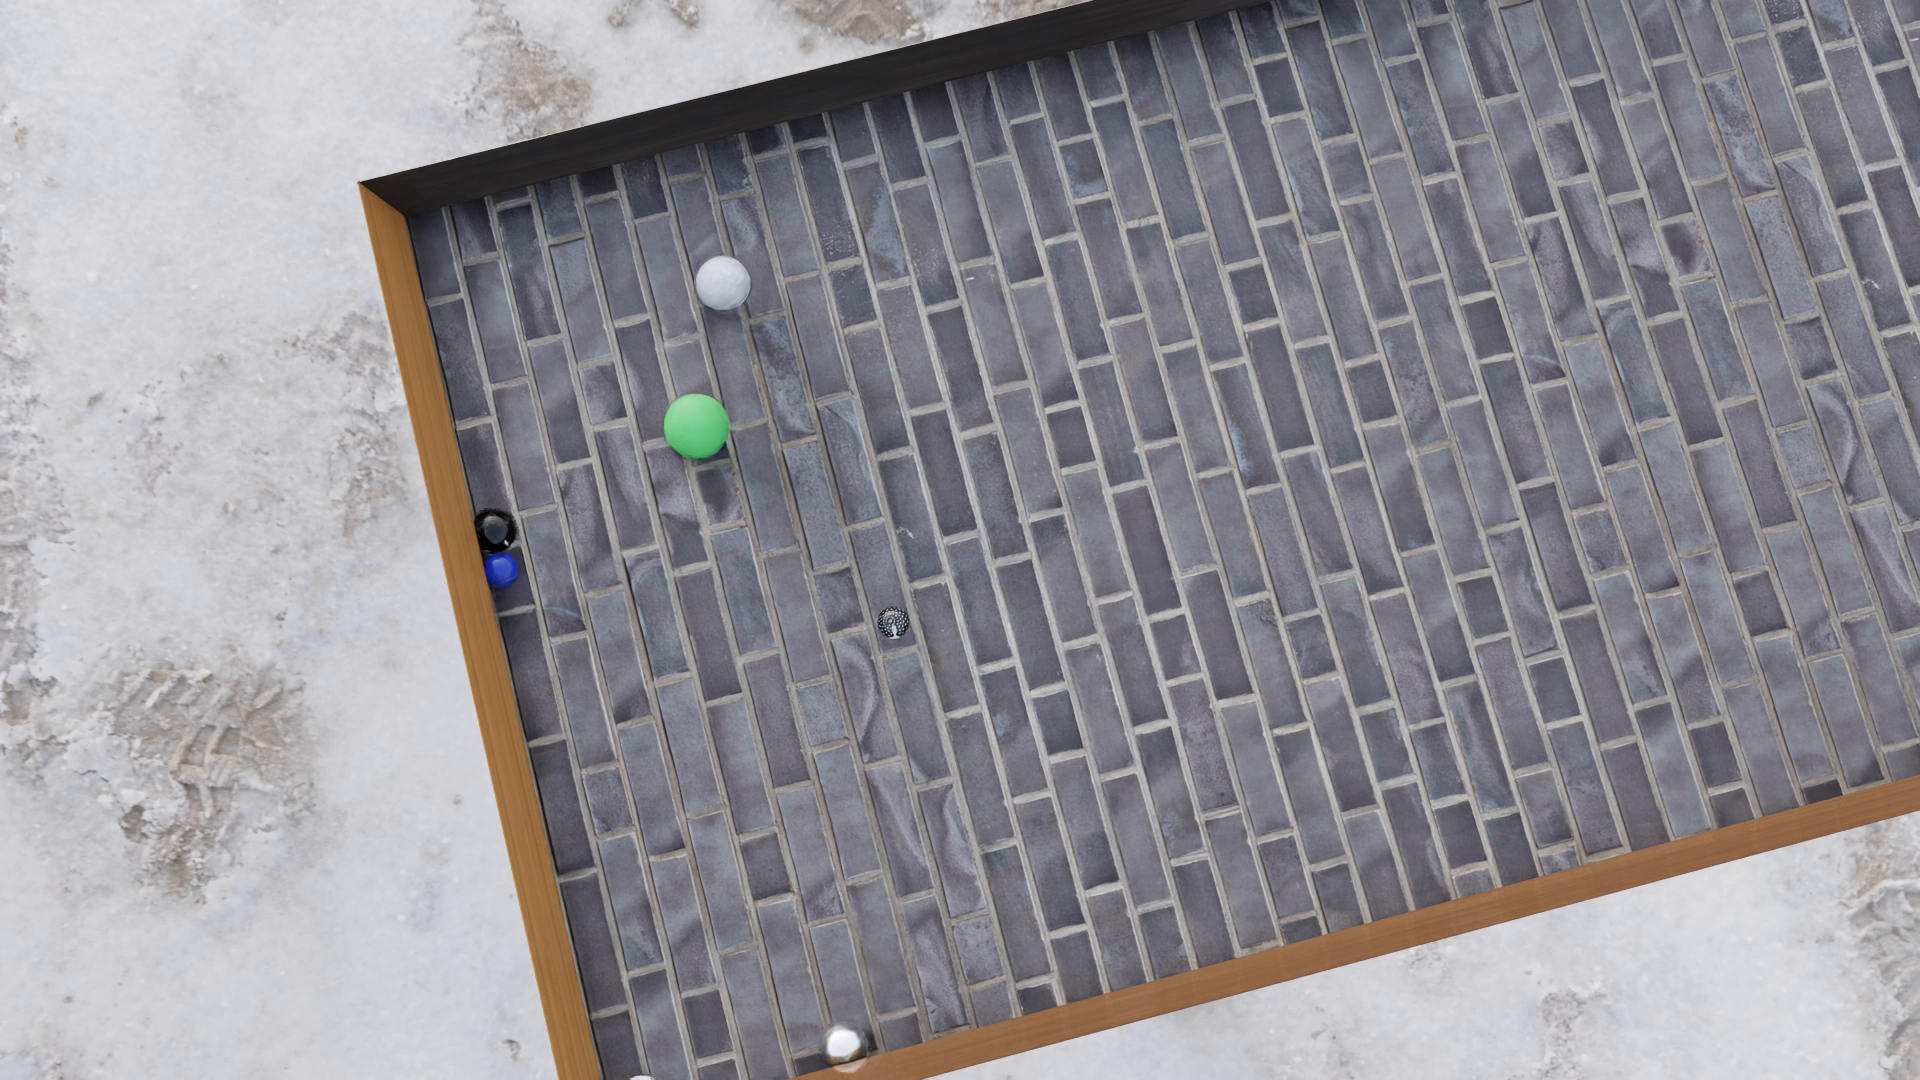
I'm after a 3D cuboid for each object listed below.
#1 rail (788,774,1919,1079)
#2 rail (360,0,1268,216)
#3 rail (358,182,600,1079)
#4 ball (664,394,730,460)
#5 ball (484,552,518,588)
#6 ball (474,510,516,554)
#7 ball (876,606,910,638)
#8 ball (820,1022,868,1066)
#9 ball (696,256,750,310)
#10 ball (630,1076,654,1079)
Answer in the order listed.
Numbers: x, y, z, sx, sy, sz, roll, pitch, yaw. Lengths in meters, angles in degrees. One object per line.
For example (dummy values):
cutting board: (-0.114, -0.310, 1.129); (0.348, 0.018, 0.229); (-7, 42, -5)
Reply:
rail: (0.896, 0.492, 3.167); (2.953, 0.128, 0.045); (-14, 80, -3)
rail: (0.532, -0.872, 3.413); (2.953, 0.128, 0.045); (-14, 80, -3)
rail: (-0.691, 0.173, 3.225); (0.045, 0.128, 1.480); (-14, 80, -3)
ball: (-0.395, -0.171, 3.303); (0.098, 0.098, 0.098); (0, 80, 0)
ball: (-0.687, 0.046, 3.286); (0.054, 0.054, 0.054); (0, 80, 0)
ball: (-0.698, -0.013, 3.291); (0.066, 0.066, 0.066); (0, 80, 0)
ball: (-0.099, 0.123, 3.275); (0.049, 0.049, 0.049); (0, 80, 0)
ball: (-0.166, 0.727, 3.156); (0.068, 0.068, 0.068); (0, 80, 0)
ball: (-0.361, -0.391, 3.351); (0.083, 0.083, 0.083); (0, 80, 0)
ball: (-0.455, 0.800, 3.142); (0.069, 0.069, 0.069); (0, 80, 0)
